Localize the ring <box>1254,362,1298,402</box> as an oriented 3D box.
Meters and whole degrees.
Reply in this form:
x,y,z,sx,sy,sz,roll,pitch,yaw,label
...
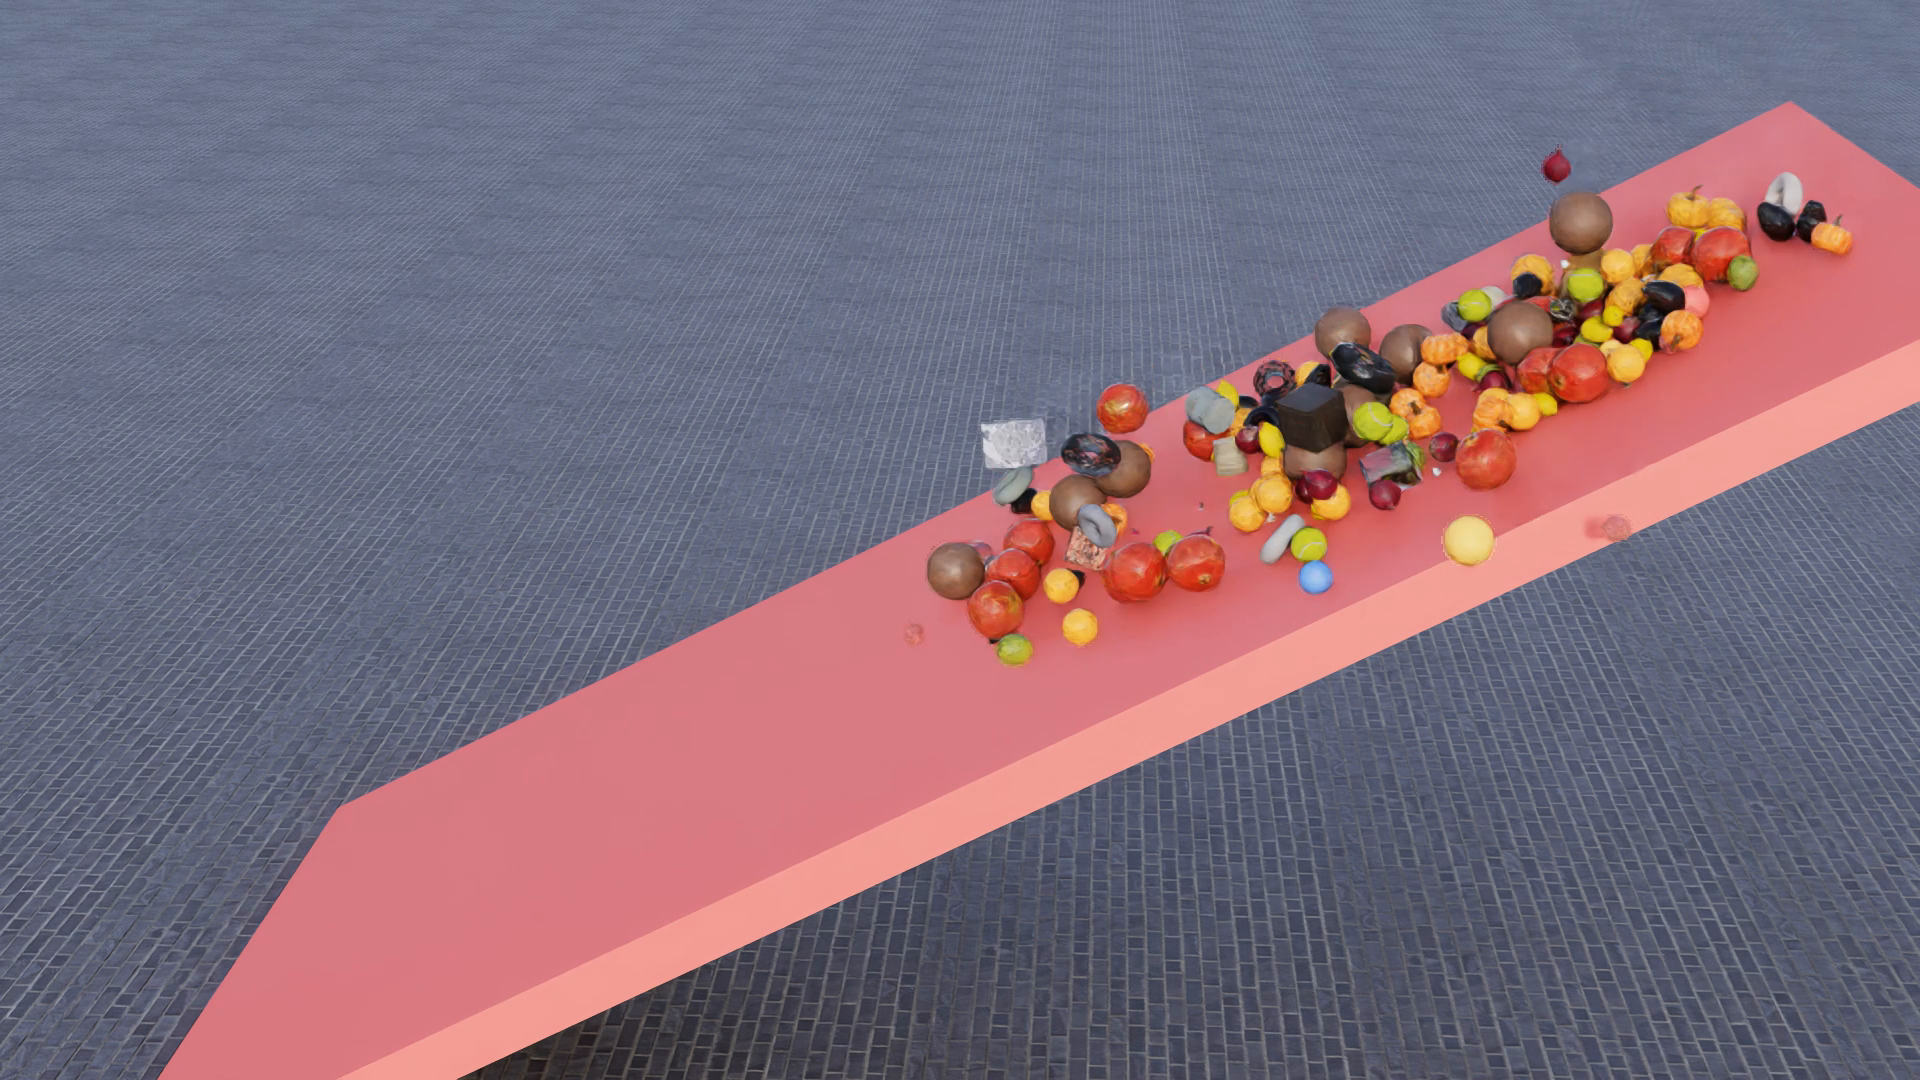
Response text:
x,y,z,sx,sy,sz,roll,pitch,yaw,label
0.704,-0.354,6.571,0.098,0.098,0.033,2,28,6,ring

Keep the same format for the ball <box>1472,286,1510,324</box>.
x,y,z,sx,sy,sz,roll,pitch,yaw,label
1.131,-0.501,6.273,0.081,0.081,0.081,0,17,0,ball

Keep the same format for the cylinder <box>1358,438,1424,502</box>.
x,y,z,sx,sy,sz,roll,pitch,yaw,label
0.824,-0.133,5.624,0.093,0.093,0.093,-25,12,14,cylinder

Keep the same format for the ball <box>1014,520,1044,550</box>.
x,y,z,sx,sy,sz,roll,pitch,yaw,label
0.155,-0.012,6.546,0.067,0.067,0.067,0,17,0,ball

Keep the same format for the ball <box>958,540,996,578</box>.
x,y,z,sx,sy,sz,roll,pitch,yaw,label
0.036,0.043,6.544,0.084,0.084,0.084,0,17,0,ball

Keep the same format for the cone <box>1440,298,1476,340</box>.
x,y,z,sx,sy,sz,roll,pitch,yaw,label
1.094,-0.466,6.402,0.083,0.083,0.083,-1,50,-3,cone

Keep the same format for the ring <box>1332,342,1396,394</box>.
x,y,z,sx,sy,sz,roll,pitch,yaw,label
0.822,-0.349,5.985,0.147,0.049,0.147,25,26,-13,ring

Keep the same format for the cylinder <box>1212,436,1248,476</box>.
x,y,z,sx,sy,sz,roll,pitch,yaw,label
0.564,-0.175,6.140,0.069,0.069,0.069,-9,12,2,cylinder

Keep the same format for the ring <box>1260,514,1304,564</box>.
x,y,z,sx,sy,sz,roll,pitch,yaw,label
0.613,-0.001,5.604,0.038,0.115,0.115,40,26,6,ring

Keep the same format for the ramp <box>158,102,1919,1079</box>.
x,y,z,sx,sy,sz,roll,pitch,yaw,label
0.140,0.167,6.281,4.000,0.100,2.000,-26,14,10,ramp

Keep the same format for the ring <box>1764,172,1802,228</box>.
x,y,z,sx,sy,sz,roll,pitch,yaw,label
1.673,-0.691,5.977,0.037,0.112,0.112,9,15,-14,ring

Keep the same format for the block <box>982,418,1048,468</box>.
x,y,z,sx,sy,sz,roll,pitch,yaw,label
0.121,-0.213,6.513,0.098,0.098,0.098,-2,5,41,block

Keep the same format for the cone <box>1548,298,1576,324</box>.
x,y,z,sx,sy,sz,roll,pitch,yaw,label
1.188,-0.443,5.830,0.053,0.053,0.053,1,59,-2,cone

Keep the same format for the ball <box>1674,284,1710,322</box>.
x,y,z,sx,sy,sz,roll,pitch,yaw,label
1.416,-0.459,5.694,0.070,0.070,0.070,0,17,0,ball

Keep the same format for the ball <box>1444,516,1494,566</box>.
x,y,z,sx,sy,sz,roll,pitch,yaw,label
0.877,0.002,5.067,0.086,0.086,0.086,0,17,0,ball

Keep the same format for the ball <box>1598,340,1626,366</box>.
x,y,z,sx,sy,sz,roll,pitch,yaw,label
1.261,-0.363,5.691,0.051,0.051,0.051,0,17,0,ball

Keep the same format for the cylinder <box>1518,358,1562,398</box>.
x,y,z,sx,sy,sz,roll,pitch,yaw,label
1.133,-0.317,5.749,0.061,0.061,0.061,-21,2,36,cylinder

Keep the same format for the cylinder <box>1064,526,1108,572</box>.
x,y,z,sx,sy,sz,roll,pitch,yaw,label
0.264,0.018,6.131,0.077,0.077,0.077,18,17,-2,cylinder

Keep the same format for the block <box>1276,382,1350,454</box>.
x,y,z,sx,sy,sz,roll,pitch,yaw,label
0.695,-0.241,5.781,0.093,0.093,0.093,-32,33,-27,block

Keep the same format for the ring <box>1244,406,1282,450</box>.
x,y,z,sx,sy,sz,roll,pitch,yaw,label
0.650,-0.239,6.289,0.098,0.098,0.033,12,4,34,ring

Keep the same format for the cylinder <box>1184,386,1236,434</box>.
x,y,z,sx,sy,sz,roll,pitch,yaw,label
0.525,-0.273,6.173,0.078,0.078,0.078,-8,25,-25,cylinder

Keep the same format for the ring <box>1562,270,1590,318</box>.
x,y,z,sx,sy,sz,roll,pitch,yaw,label
1.247,-0.500,5.961,0.033,0.098,0.098,-7,10,35,ring

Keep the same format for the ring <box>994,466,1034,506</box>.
x,y,z,sx,sy,sz,roll,pitch,yaw,label
0.124,-0.127,6.781,0.114,0.038,0.114,-42,16,14,ring

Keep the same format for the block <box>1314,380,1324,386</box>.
x,y,z,sx,sy,sz,roll,pitch,yaw,label
0.778,-0.306,6.379,0.052,0.052,0.052,26,21,-1,block

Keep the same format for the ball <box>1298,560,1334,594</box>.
x,y,z,sx,sy,sz,roll,pitch,yaw,label
0.643,0.068,5.318,0.062,0.062,0.062,0,17,0,ball

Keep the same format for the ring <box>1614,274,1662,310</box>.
x,y,z,sx,sy,sz,roll,pitch,yaw,label
1.377,-0.504,5.983,0.108,0.036,0.108,-32,0,0,ring

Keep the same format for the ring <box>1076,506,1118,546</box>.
x,y,z,sx,sy,sz,roll,pitch,yaw,label
0.283,-0.029,6.057,0.103,0.103,0.034,18,53,45,ring

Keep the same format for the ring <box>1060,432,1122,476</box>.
x,y,z,sx,sy,sz,roll,pitch,yaw,label
0.252,-0.166,5.656,0.118,0.118,0.039,4,56,13,ring

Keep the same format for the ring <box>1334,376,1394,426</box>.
x,y,z,sx,sy,sz,roll,pitch,yaw,label
0.832,-0.297,6.090,0.135,0.045,0.135,-11,54,15,ring

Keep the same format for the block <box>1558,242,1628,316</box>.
x,y,z,sx,sy,sz,roll,pitch,yaw,label
1.300,-0.536,6.051,0.096,0.096,0.096,25,41,24,block
